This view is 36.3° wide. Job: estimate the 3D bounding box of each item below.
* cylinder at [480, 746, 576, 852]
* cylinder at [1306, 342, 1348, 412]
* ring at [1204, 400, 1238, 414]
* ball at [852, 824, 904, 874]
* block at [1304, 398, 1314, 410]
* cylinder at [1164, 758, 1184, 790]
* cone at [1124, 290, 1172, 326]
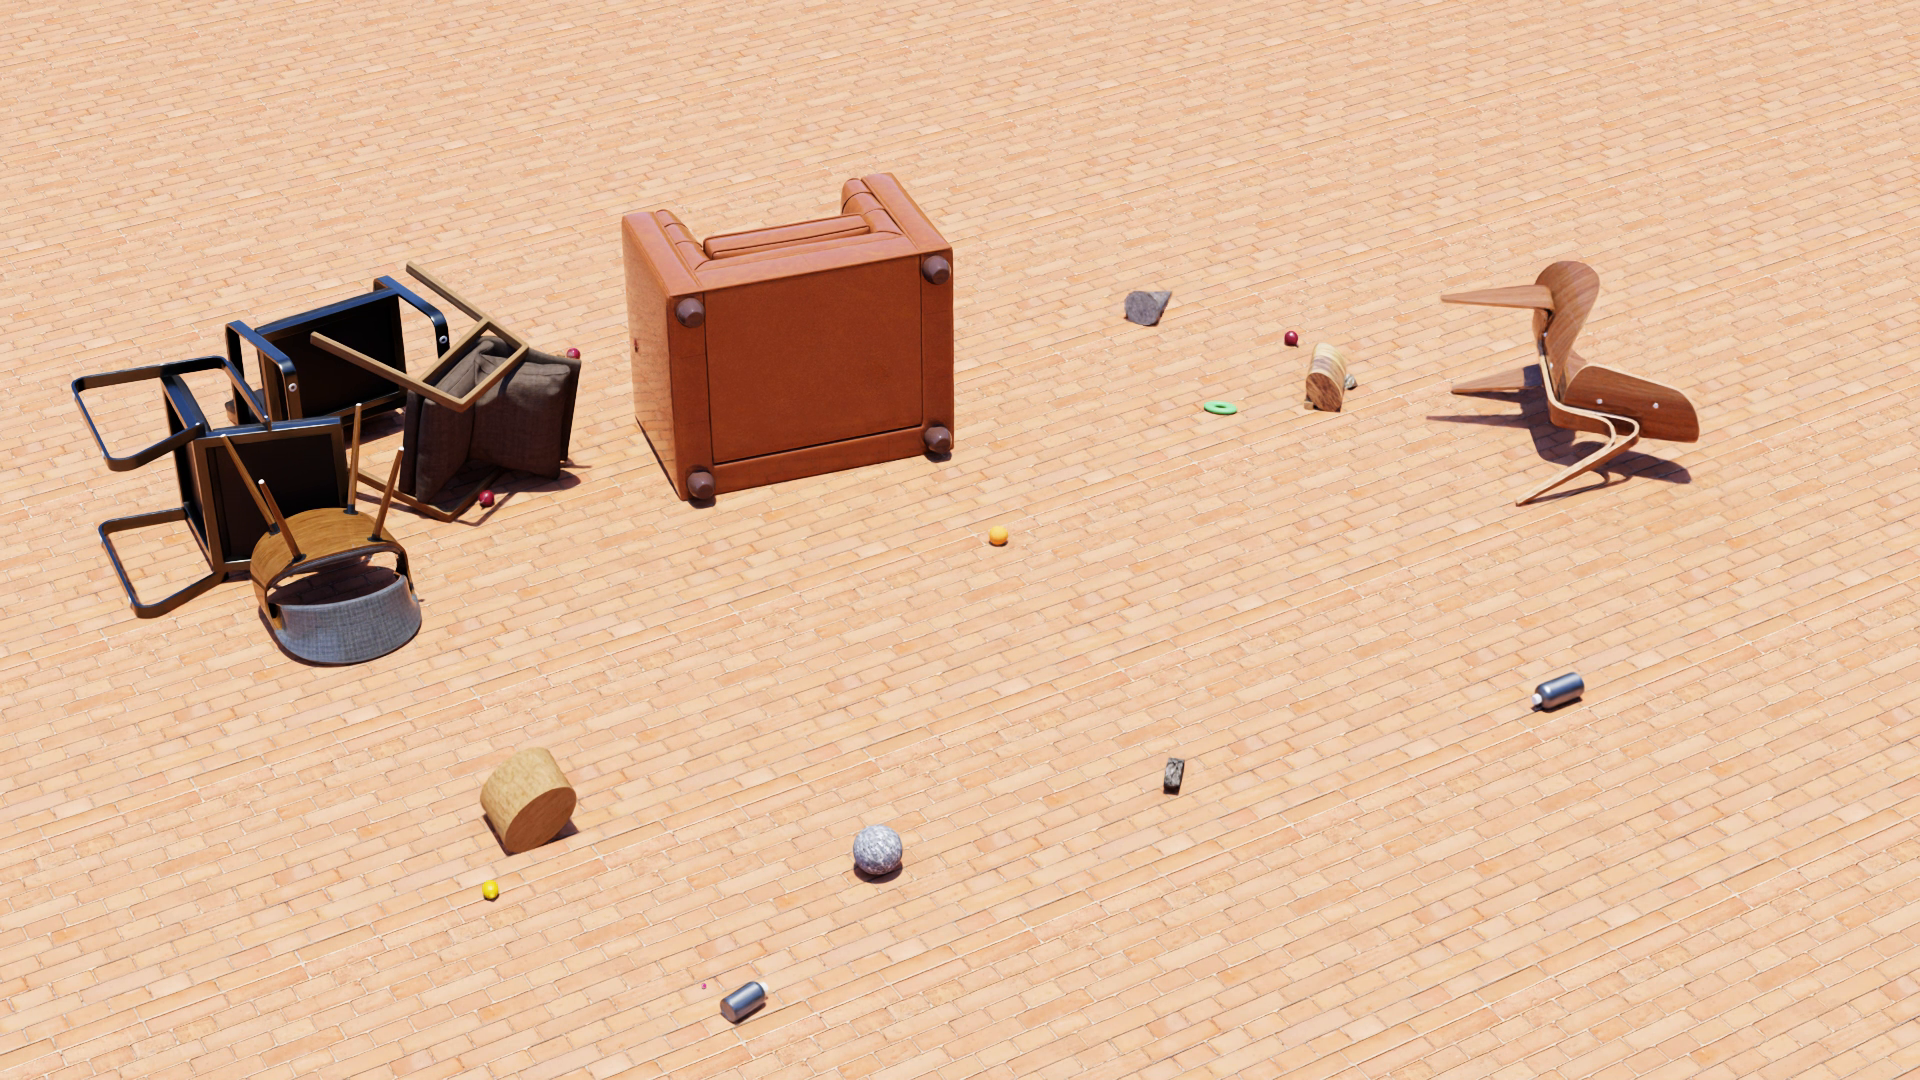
[{"bbox_3d":[-1.396,0.838,9.476,0.283,0.175,0.237,-43,42,0],"label":"cylinder"},{"bbox_3d":[1.472,-0.655,11.779,0.123,0.192,0.247,-24,24,26],"label":"cylinder"},{"bbox_3d":[1.042,-0.529,11.727,0.136,0.023,0.082,9,34,12],"label":"ring"},{"bbox_3d":[-0.260,0.983,9.308,0.160,0.160,0.160,0,33,0],"label":"ball"},{"bbox_3d":[1.399,-0.545,11.740,0.033,0.035,0.040,7,34,10],"label":"block"},{"bbox_3d":[0.709,0.772,9.703,0.052,0.076,0.139,7,31,10],"label":"cylinder"},{"bbox_3d":[0.836,-1.020,12.426,0.161,0.146,0.326,32,29,16],"label":"cone"}]
